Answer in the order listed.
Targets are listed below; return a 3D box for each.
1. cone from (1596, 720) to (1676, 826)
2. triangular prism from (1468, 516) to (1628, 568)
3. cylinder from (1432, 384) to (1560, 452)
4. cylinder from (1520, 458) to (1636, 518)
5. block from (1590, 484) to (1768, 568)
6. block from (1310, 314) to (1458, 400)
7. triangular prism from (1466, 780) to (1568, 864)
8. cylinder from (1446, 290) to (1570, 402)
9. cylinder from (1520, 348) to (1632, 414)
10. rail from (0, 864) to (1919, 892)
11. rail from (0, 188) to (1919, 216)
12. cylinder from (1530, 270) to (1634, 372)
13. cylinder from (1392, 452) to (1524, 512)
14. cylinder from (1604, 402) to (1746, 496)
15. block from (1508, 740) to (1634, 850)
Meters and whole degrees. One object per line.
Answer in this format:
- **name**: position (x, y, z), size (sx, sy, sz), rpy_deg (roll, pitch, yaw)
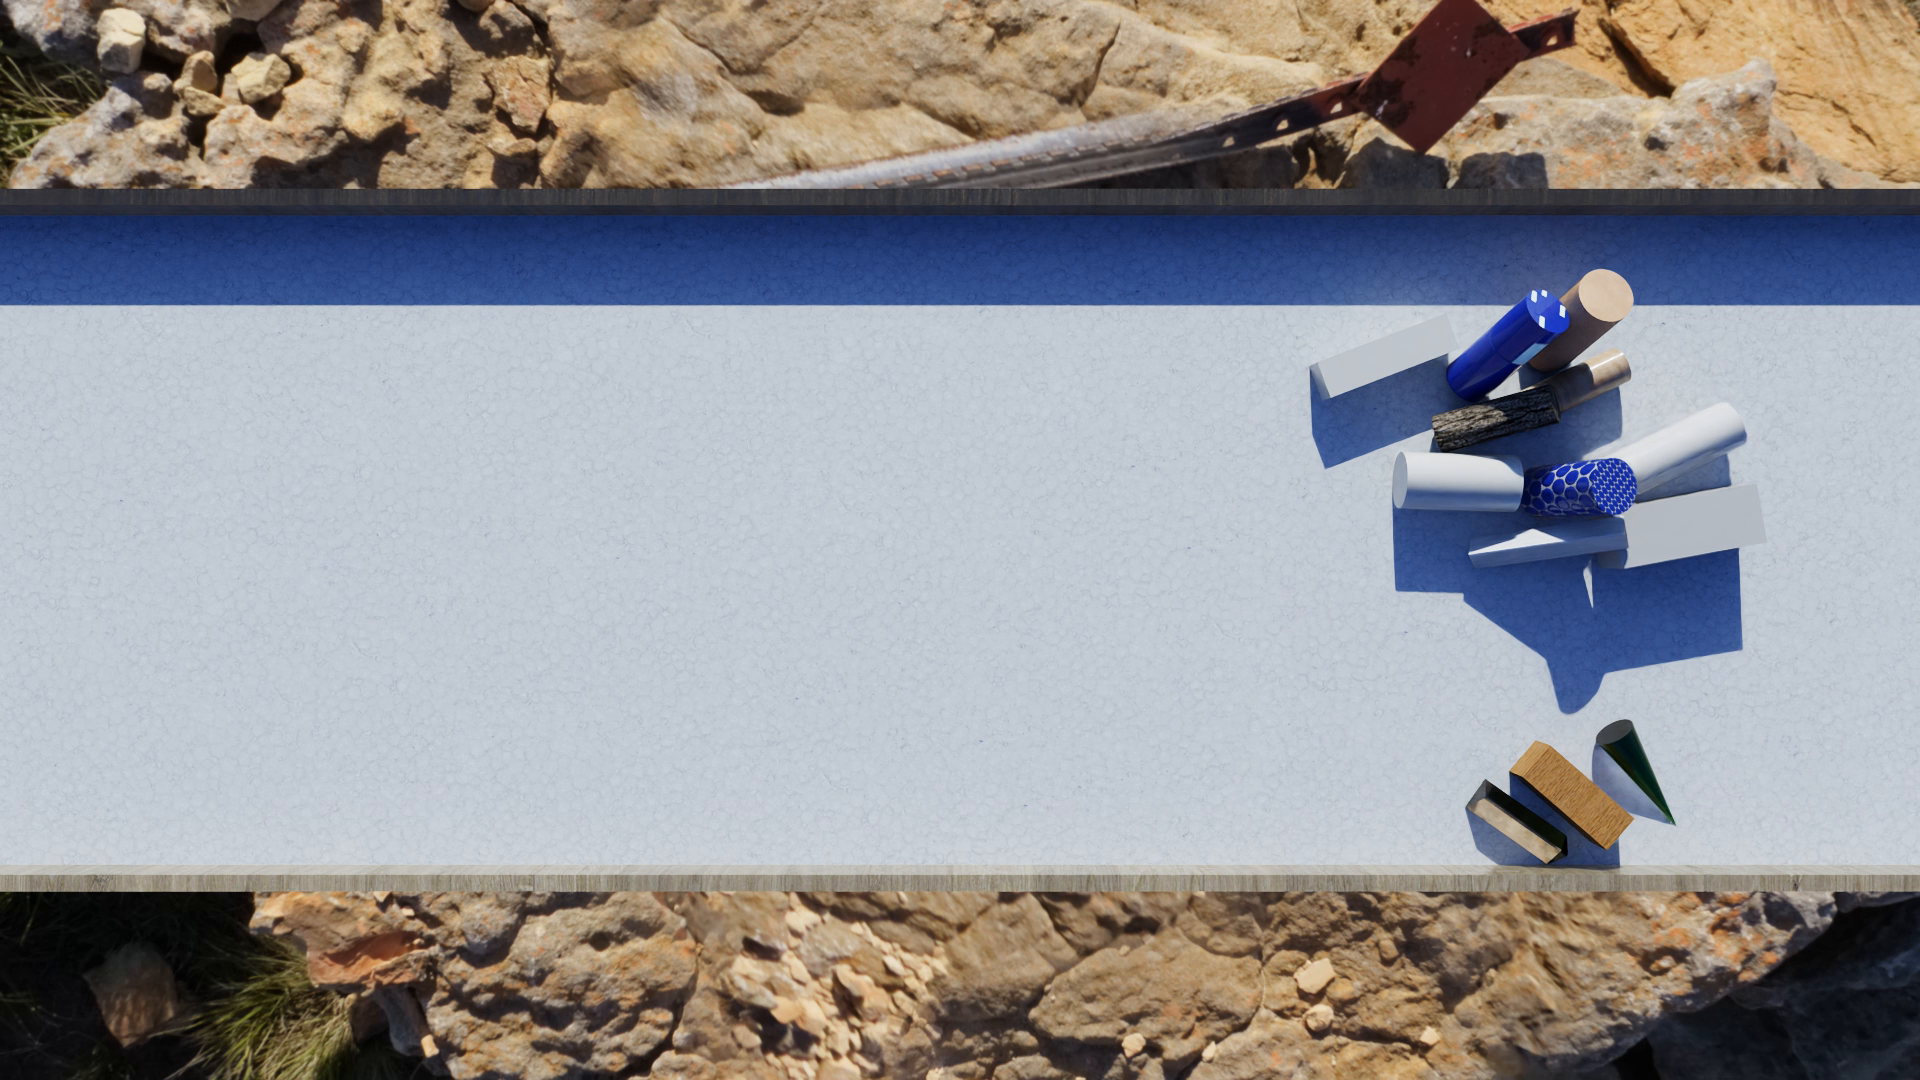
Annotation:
- **cone**: position (2.099, 0.734, 5.047), size (0.121, 0.121, 0.376), rpy_deg (-36, 99, 0)
- **triangular prism**: position (1.758, 0.011, 4.942), size (0.444, 0.082, 0.095), rpy_deg (-9, 90, 25)
- **cylinder**: position (1.605, -0.363, 4.941), size (0.347, 0.118, 0.118), rpy_deg (-15, 90, 29)
- **cylinder**: position (1.832, -0.151, 4.903), size (0.165, 0.308, 0.165), rpy_deg (1, 88, -22)
- **block**: position (2.167, -0.041, 4.988), size (0.437, 0.178, 0.178), rpy_deg (-10, 90, 0)
- **block**: position (1.289, -0.555, 5.019), size (0.415, 0.114, 0.114), rpy_deg (-21, 90, 0)
- **triangular prism**: position (1.710, 0.866, 5.028), size (0.305, 0.091, 0.105), rpy_deg (35, 90, 0)
- **cylinder**: position (1.615, -0.569, 4.879), size (0.149, 0.379, 0.149), rpy_deg (11, 59, -19)
- **cylinder**: position (1.848, -0.458, 5.020), size (0.360, 0.114, 0.114), rpy_deg (-25, 90, 0)
- **rail**: position (-2.247, 1.025, 5.001), size (12.000, 0.150, 0.050), rpy_deg (0, 90, 0)
- **rail**: position (-2.247, -1.025, 5.002), size (12.000, 0.150, 0.050), rpy_deg (0, 90, 0)
- **cylinder**: position (1.817, -0.643, 4.873), size (0.163, 0.375, 0.163), rpy_deg (2, 73, -6)
- **cylinder**: position (1.504, -0.176, 4.991), size (0.345, 0.172, 0.172), rpy_deg (2, 90, 0)
- **cylinder**: position (2.136, -0.257, 5.003), size (0.450, 0.147, 0.147), rpy_deg (-25, 90, 0)
- **block**: position (1.857, 0.774, 5.014), size (0.336, 0.126, 0.126), rpy_deg (41, 90, 0)
